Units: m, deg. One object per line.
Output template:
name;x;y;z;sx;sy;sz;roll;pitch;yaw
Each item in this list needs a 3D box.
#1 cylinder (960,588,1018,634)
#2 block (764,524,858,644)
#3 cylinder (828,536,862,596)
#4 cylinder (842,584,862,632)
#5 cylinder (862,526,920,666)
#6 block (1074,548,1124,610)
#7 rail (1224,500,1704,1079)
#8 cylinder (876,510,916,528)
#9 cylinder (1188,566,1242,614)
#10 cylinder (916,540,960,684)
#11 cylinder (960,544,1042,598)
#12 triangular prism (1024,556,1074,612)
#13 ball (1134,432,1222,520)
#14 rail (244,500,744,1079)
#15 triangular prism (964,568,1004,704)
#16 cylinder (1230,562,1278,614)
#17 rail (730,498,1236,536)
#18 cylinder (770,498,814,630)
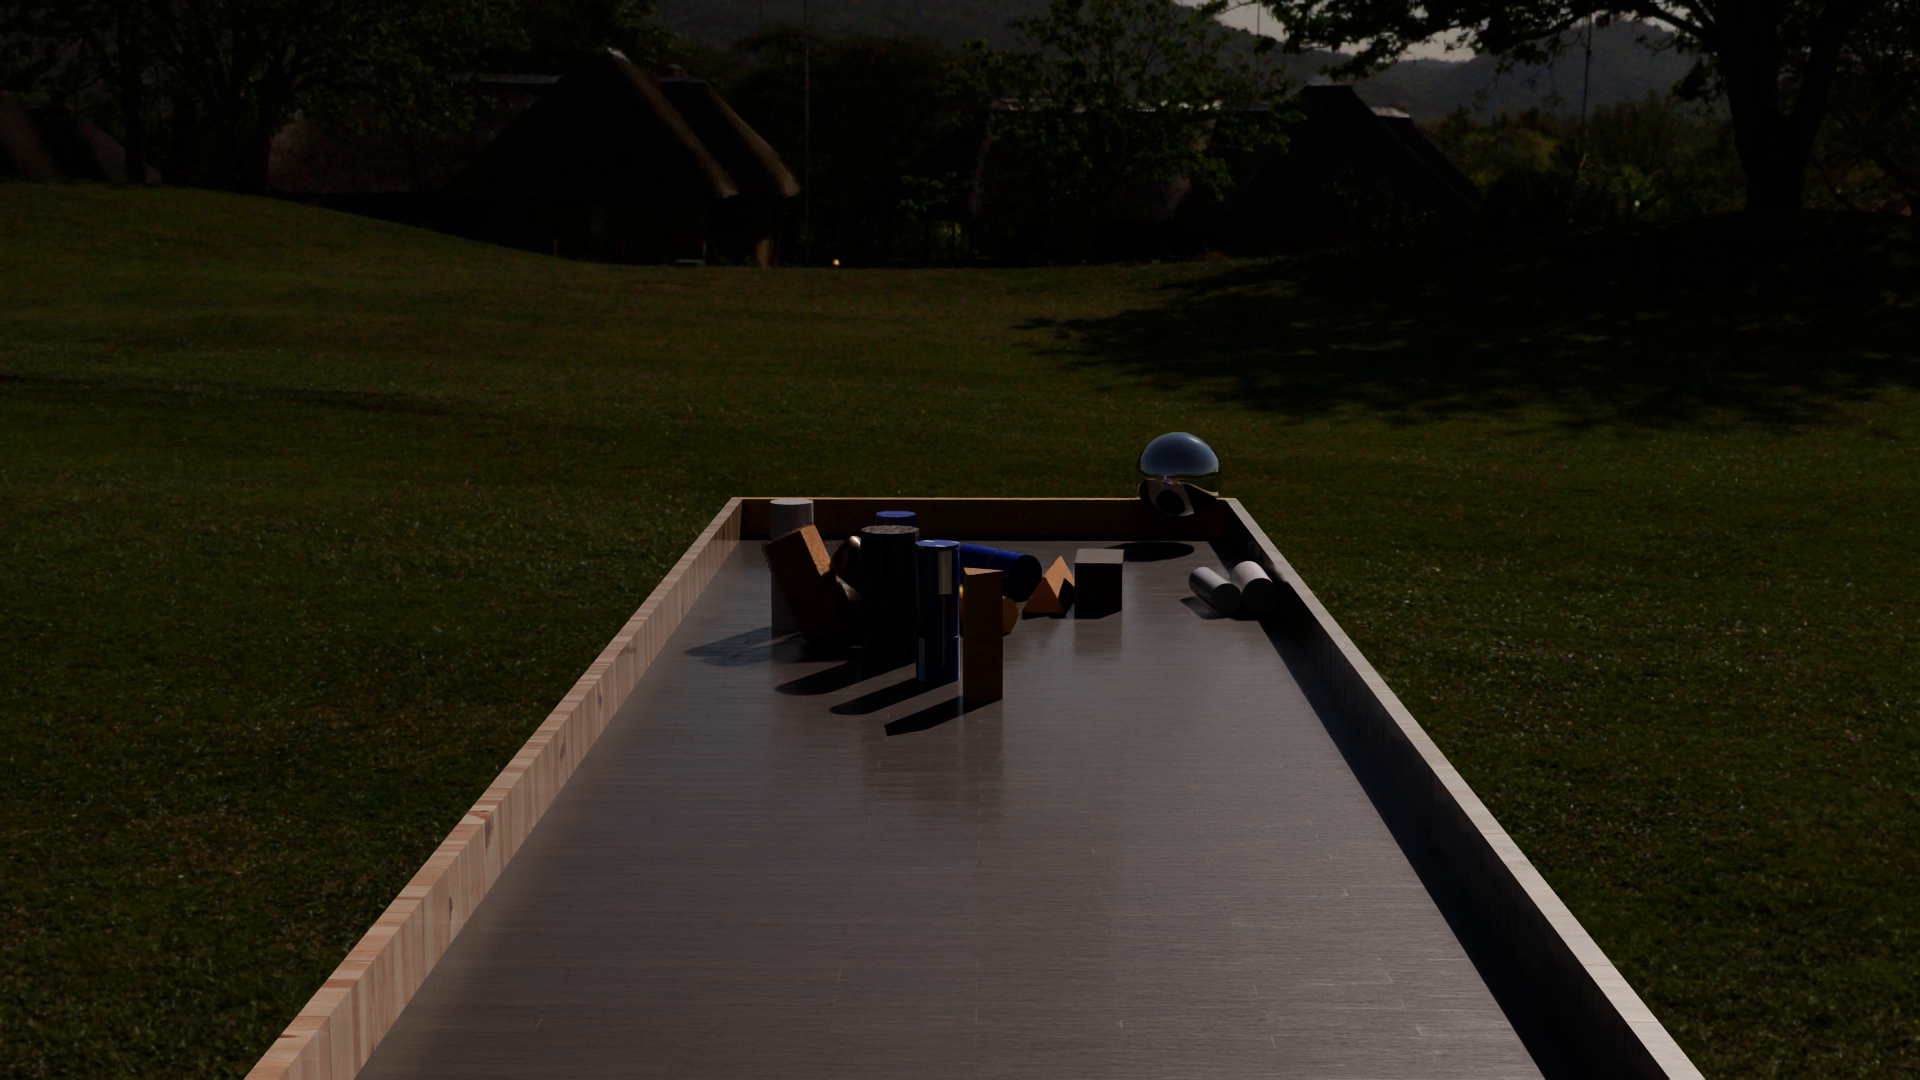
cylinder;0.011;0.221;7.237;0.118;0.118;0.389;-9;12;-43
block;-0.474;0.138;6.980;0.137;0.336;0.137;-23;2;18
cylinder;-0.218;0.161;6.924;0.404;0.137;0.137;38;23;16
cylinder;-0.322;0.224;7.115;0.319;0.152;0.152;5;10;27
cylinder;-0.211;0.166;6.678;0.177;0.401;0.177;0;9;0
block;0.485;0.135;7.640;0.162;0.162;0.311;1;9;5
rail;1.046;0.843;3.208;0.050;0.150;12.000;0;9;1
cylinder;-0.211;0.096;7.213;0.131;0.370;0.131;0;10;0
cylinder;0.878;0.172;7.588;0.106;0.106;0.329;-1;9;-7
cylinder;-0.065;0.208;6.418;0.129;0.401;0.129;0;9;0
cylinder;0.129;0.108;7.834;0.154;0.154;0.320;-7;12;-39
triangular prism;0.321;0.150;7.653;0.139;0.121;0.436;2;9;10
ball;0.888;-0.261;8.944;0.358;0.358;0.358;0;9;0
rail;-1.004;0.839;3.234;0.050;0.150;12.000;0;9;1
triangular prism;0.041;0.265;6.171;0.121;0.366;0.105;-6;11;-35
cylinder;1.014;0.162;7.588;0.125;0.125;0.343;0;9;0
rail;0.099;-0.098;9.147;2.100;0.150;0.050;0;9;1
cylinder;-0.548;0.079;7.188;0.141;0.414;0.141;0;9;0
